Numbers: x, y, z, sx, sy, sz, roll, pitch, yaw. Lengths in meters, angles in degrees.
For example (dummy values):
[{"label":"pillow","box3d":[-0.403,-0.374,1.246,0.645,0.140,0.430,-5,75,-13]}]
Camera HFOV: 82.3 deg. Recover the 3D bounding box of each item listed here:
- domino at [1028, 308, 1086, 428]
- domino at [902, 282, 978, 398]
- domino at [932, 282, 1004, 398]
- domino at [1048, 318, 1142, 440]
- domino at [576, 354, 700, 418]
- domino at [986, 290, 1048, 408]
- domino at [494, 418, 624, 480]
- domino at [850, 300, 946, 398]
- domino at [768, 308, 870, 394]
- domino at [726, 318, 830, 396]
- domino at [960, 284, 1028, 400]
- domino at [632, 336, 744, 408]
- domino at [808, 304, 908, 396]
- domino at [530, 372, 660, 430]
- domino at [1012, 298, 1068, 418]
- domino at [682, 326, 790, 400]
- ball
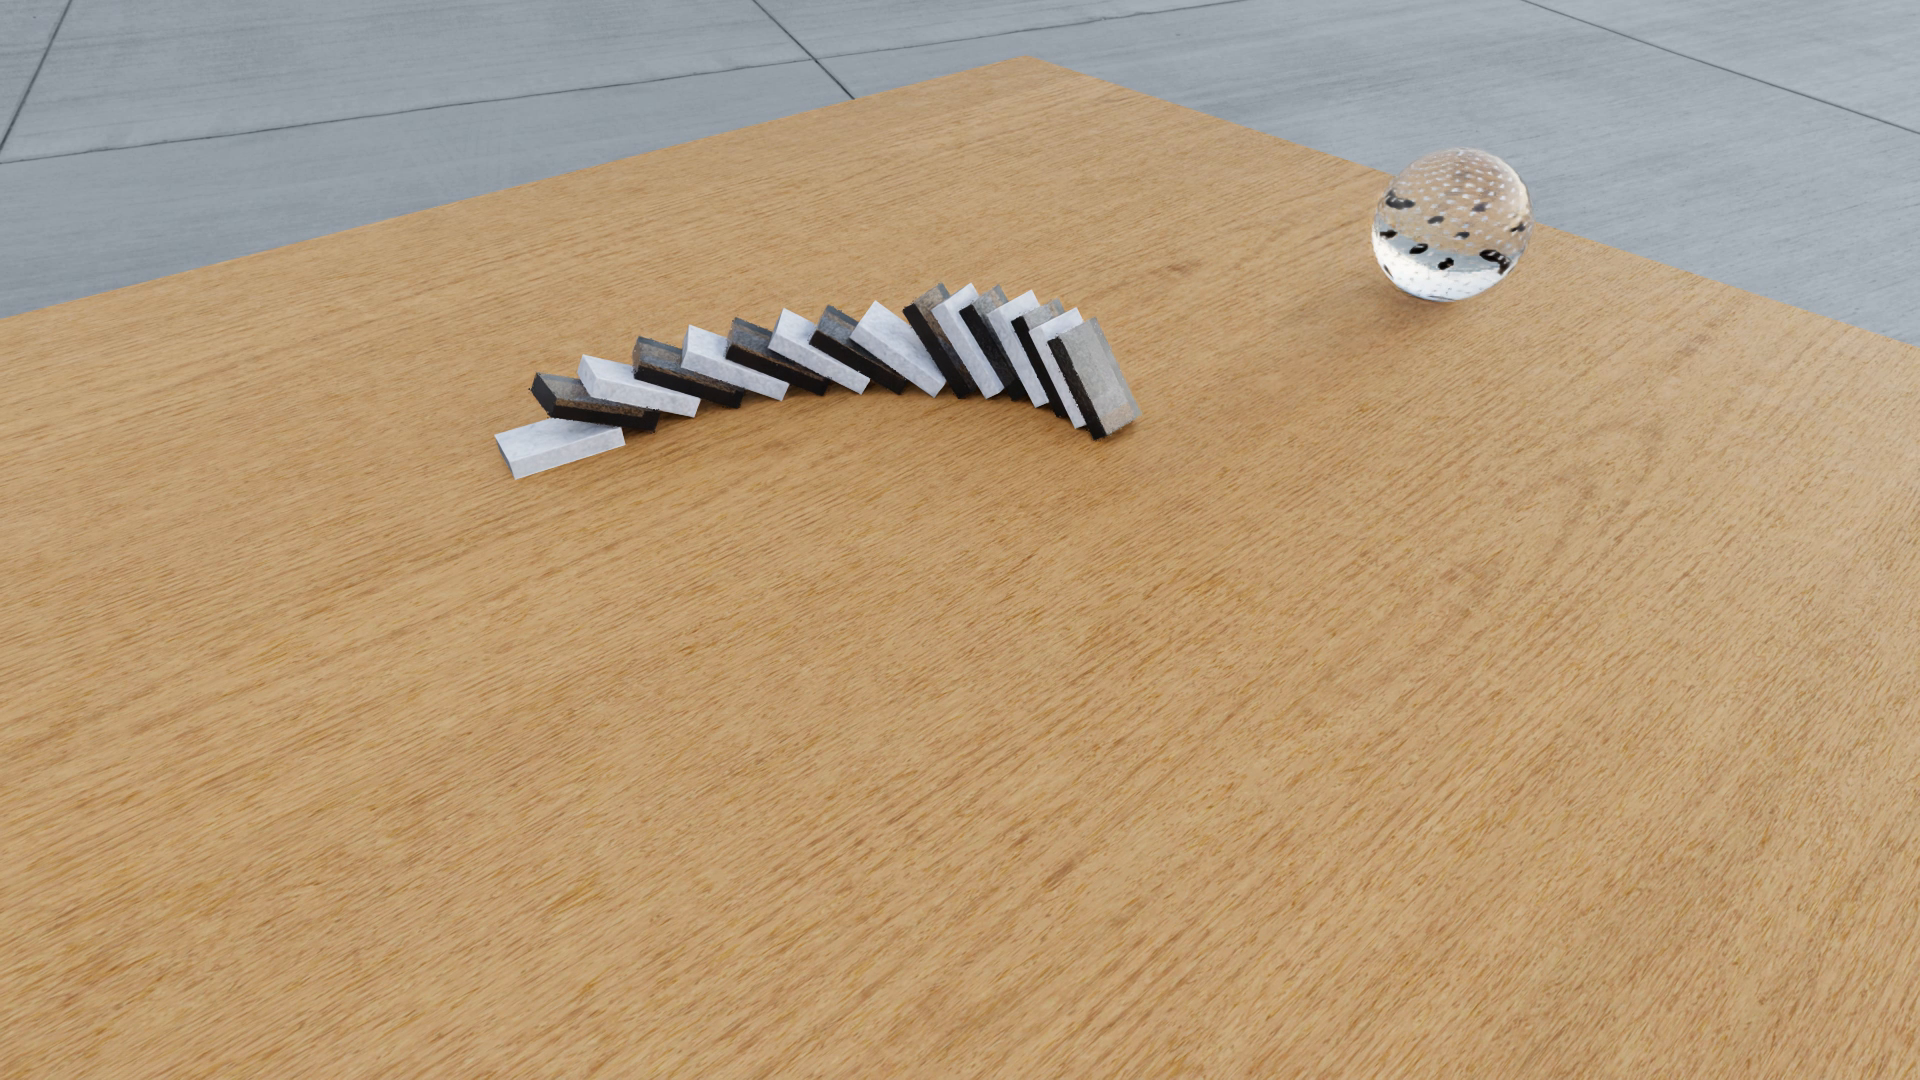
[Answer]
[{"label":"domino","box3d":[0.054,-0.080,0.514,0.025,0.050,0.009,-32,9,-33]},{"label":"domino","box3d":[-0.005,-0.097,0.534,0.010,0.050,0.025,-19,20,45]},{"label":"domino","box3d":[0.009,-0.097,0.533,0.010,0.050,0.025,-19,19,45]},{"label":"domino","box3d":[0.062,-0.074,0.507,0.025,0.050,0.009,-32,9,-33]},{"label":"domino","box3d":[-0.149,-0.071,0.512,0.050,0.010,0.025,8,27,-39]},{"label":"domino","box3d":[0.035,-0.092,0.527,0.025,0.050,0.010,-36,12,-37]},{"label":"domino","box3d":[-0.181,-0.045,0.499,0.050,0.010,0.025,-22,44,-25]},{"label":"domino","box3d":[-0.027,-0.093,0.537,0.050,0.010,0.025,34,41,-9]},{"label":"domino","box3d":[-0.067,-0.092,0.537,0.050,0.009,0.025,25,36,-18]},{"label":"domino","box3d":[-0.088,-0.089,0.534,0.050,0.009,0.025,20,34,-22]},{"label":"domino","box3d":[0.022,-0.095,0.532,0.009,0.050,0.025,-19,19,45]},{"label":"domino","box3d":[-0.129,-0.080,0.523,0.050,0.009,0.025,14,32,-28]},{"label":"domino","box3d":[-0.047,-0.093,0.538,0.050,0.010,0.025,28,38,-14]},{"label":"domino","box3d":[-0.165,-0.062,0.499,0.050,0.009,0.025,4,30,-46]},{"label":"domino","box3d":[0.046,-0.086,0.521,0.025,0.050,0.010,-32,9,-33]},{"label":"domino","box3d":[-0.108,-0.085,0.530,0.050,0.010,0.025,17,34,-23]},{"label":"ball","box3d":[0.266,-0.170,0.595,0.080,0.080,0.080,0,39,0]}]
